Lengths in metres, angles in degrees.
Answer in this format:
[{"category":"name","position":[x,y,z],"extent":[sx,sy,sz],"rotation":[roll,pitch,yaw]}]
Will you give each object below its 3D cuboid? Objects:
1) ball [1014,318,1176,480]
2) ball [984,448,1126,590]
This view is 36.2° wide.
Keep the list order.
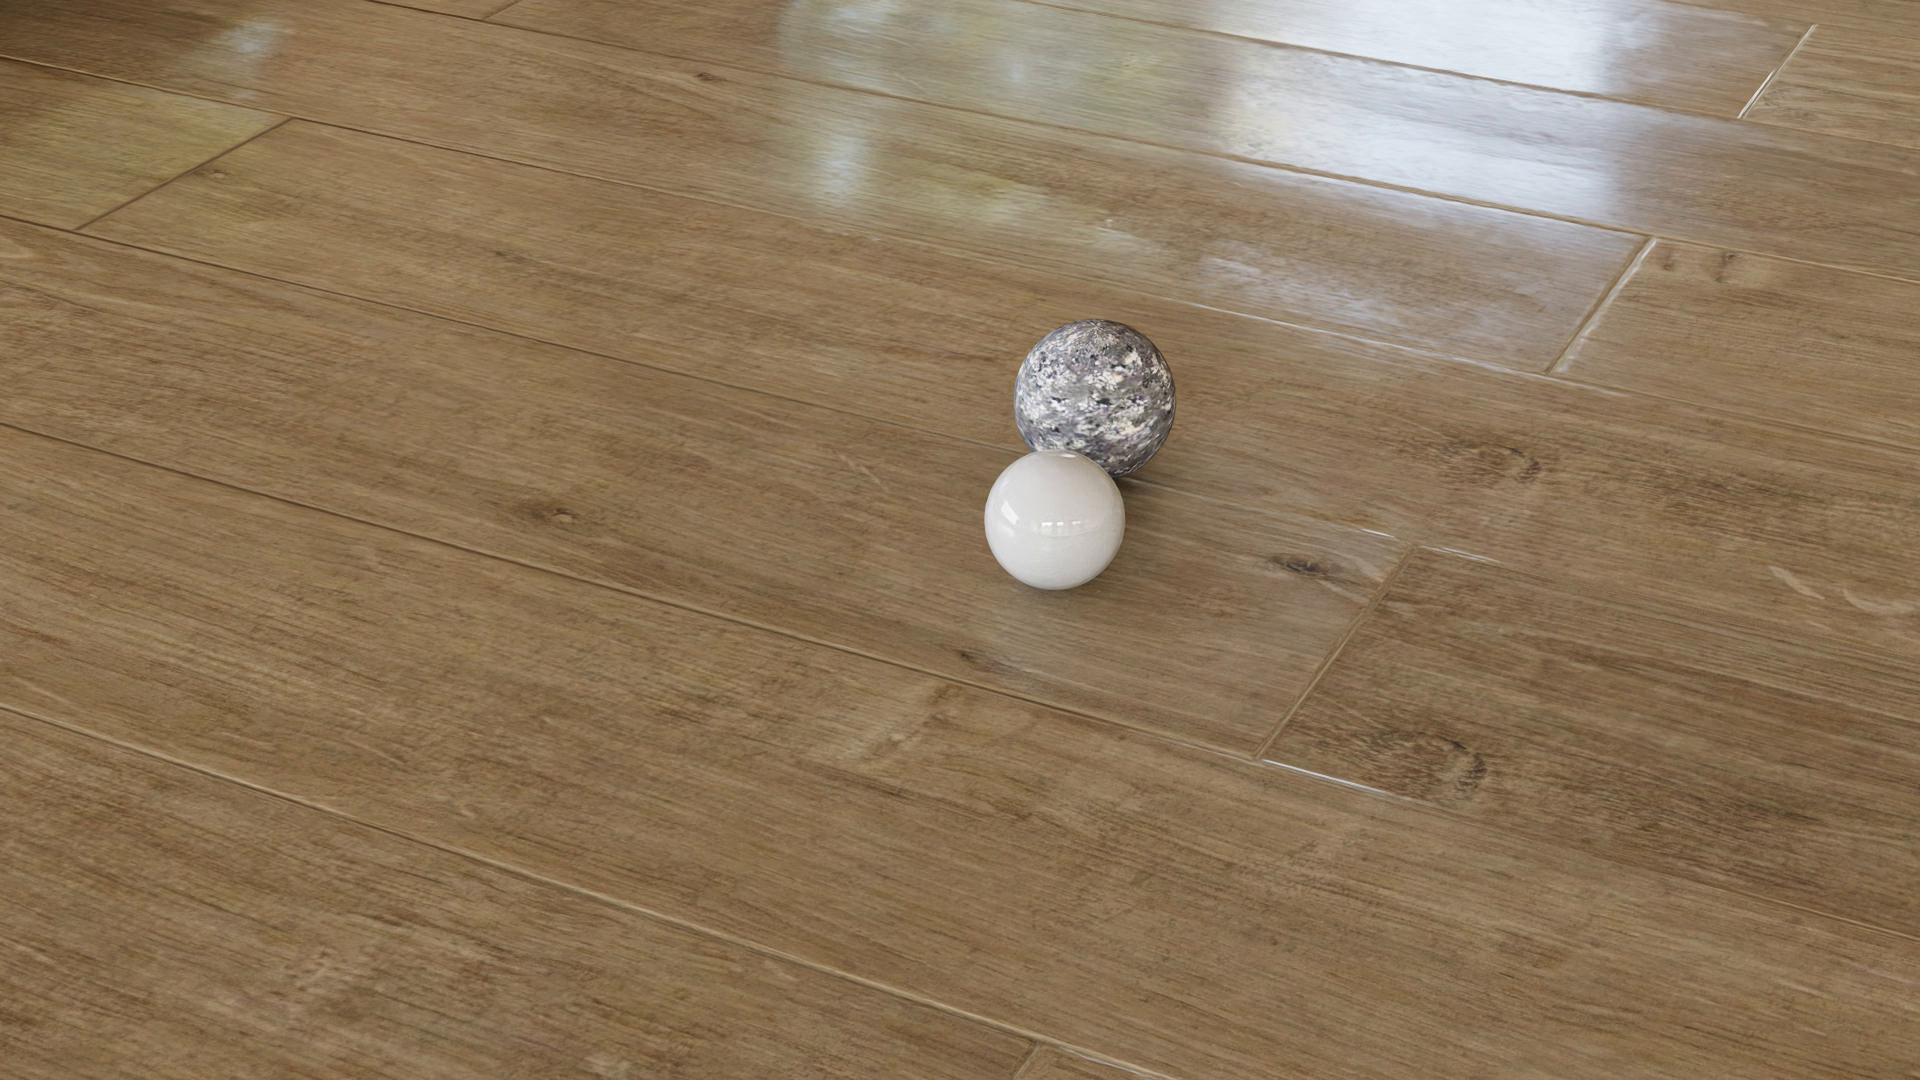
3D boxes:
[{"category":"ball","position":[0.080,-0.083,1.741],"extent":[0.097,0.097,0.097],"rotation":[0,29,0]},{"category":"ball","position":[0.053,-0.011,1.632],"extent":[0.079,0.079,0.079],"rotation":[0,29,0]}]
